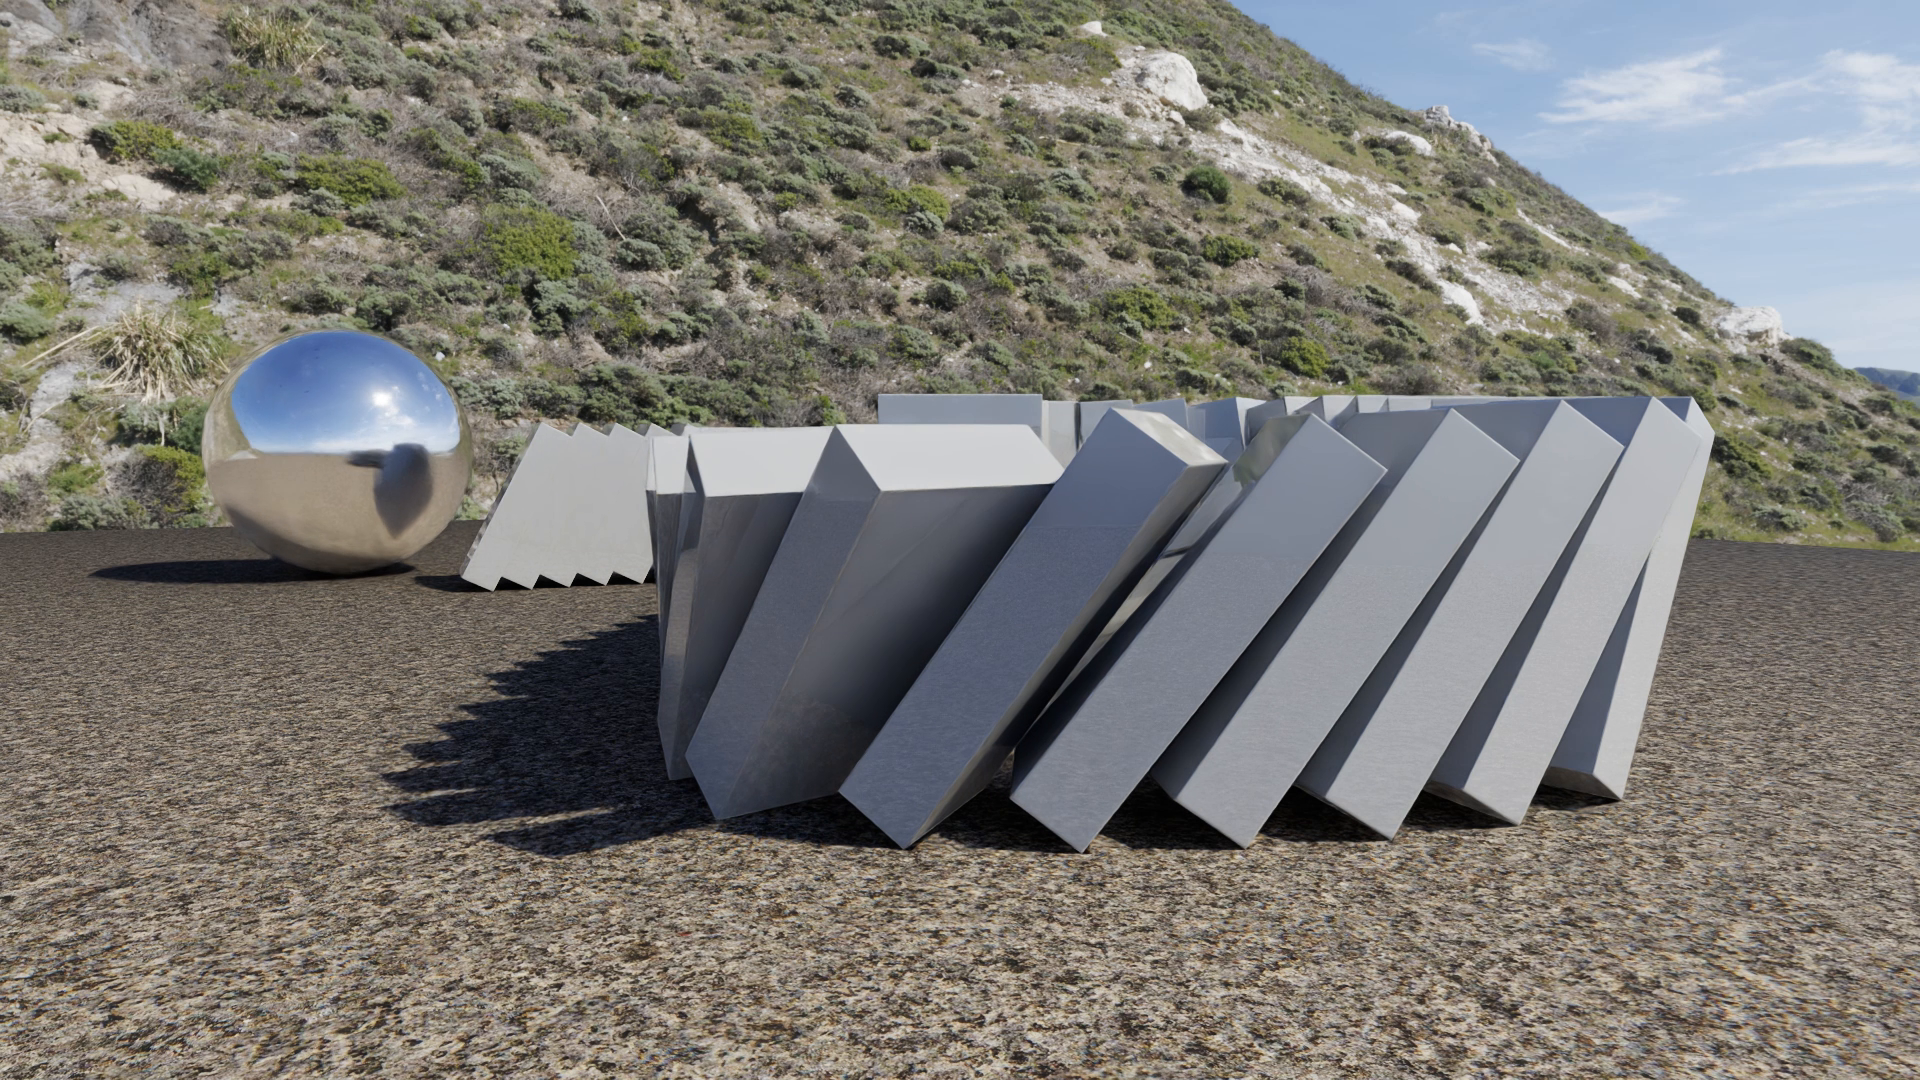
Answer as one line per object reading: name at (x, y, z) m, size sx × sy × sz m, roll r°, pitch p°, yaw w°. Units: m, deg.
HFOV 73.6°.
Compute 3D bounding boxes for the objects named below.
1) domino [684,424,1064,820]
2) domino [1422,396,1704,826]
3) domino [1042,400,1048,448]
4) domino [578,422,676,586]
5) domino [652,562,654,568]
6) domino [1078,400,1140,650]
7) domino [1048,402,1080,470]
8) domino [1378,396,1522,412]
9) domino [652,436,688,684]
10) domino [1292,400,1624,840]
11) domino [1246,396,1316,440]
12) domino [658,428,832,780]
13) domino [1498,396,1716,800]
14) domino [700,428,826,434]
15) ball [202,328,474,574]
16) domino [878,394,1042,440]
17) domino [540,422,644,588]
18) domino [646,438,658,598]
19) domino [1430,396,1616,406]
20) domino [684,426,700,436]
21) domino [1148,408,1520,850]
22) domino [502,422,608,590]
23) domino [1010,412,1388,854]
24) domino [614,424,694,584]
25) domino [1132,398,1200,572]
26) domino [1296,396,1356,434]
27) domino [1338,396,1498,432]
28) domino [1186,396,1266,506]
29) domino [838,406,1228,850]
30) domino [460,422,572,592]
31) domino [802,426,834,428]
domino at (-0.010, 0.010, 0.142) m, size 0.025 × 0.050 × 0.010 m, roll -4°, pitch 46°, yaw -40°
domino at (0.066, 0.007, 0.156) m, size 0.009 × 0.050 × 0.025 m, roll 31°, pitch -7°, yaw -20°
domino at (0.003, 0.000, 0.230) m, size 0.025 × 0.050 × 0.009 m, roll 2°, pitch 6°, yaw 29°
domino at (-0.104, -0.012, 0.397) m, size 0.010 × 0.050 × 0.025 m, roll 28°, pitch -7°, yaw -22°
domino at (-0.081, -0.011, 0.407) m, size 0.009 × 0.050 × 0.025 m, roll 39°, pitch -11°, yaw -20°
domino at (0.027, -0.001, 0.244) m, size 0.009 × 0.050 × 0.025 m, roll -4°, pitch 4°, yaw -3°
domino at (0.013, -0.001, 0.243) m, size 0.009 × 0.050 × 0.025 m, roll -3°, pitch 5°, yaw -19°
domino at (0.079, 0.003, 0.197) m, size 0.025 × 0.050 × 0.009 m, roll 0°, pitch -19°, yaw 3°
domino at (-0.026, 0.008, 0.167) m, size 0.025 × 0.050 × 0.009 m, roll -3°, pitch 47°, yaw -14°
domino at (0.053, 0.008, 0.150) m, size 0.009 × 0.050 × 0.025 m, roll 32°, pitch -3°, yaw -12°
domino at (0.069, -0.001, 0.236) m, size 0.025 × 0.050 × 0.009 m, roll -3°, pitch -7°, yaw -32°
domino at (-0.021, 0.009, 0.153) m, size 0.025 × 0.050 × 0.009 m, roll -4°, pitch 47°, yaw -22°
domino at (0.077, 0.006, 0.166) m, size 0.009 × 0.050 × 0.025 m, roll 33°, pitch -18°, yaw -38°
domino at (-0.031, 0.003, 0.224) m, size 0.025 × 0.050 × 0.010 m, roll 0°, pitch 43°, yaw -6°
ball at (-0.202, -0.029, 0.420) m, size 0.080 × 0.080 × 0.080 m, roll 0°, pitch 4°, yaw 0°
domino at (0.000, 0.002, 0.201) m, size 0.025 × 0.050 × 0.010 m, roll 0°, pitch 4°, yaw 0°
domino at (-0.114, -0.011, 0.392) m, size 0.009 × 0.050 × 0.025 m, roll 28°, pitch -7°, yaw -22°
domino at (-0.029, 0.007, 0.181) m, size 0.025 × 0.050 × 0.009 m, roll -1°, pitch 47°, yaw -9°
domino at (0.080, 0.004, 0.182) m, size 0.025 × 0.050 × 0.009 m, roll 1°, pitch -21°, yaw 19°
domino at (-0.036, 0.002, 0.235) m, size 0.025 × 0.050 × 0.009 m, roll 0°, pitch 43°, yaw -6°
domino at (0.039, 0.008, 0.146) m, size 0.009 × 0.050 × 0.025 m, roll 35°, pitch 0°, yaw -7°
domino at (-0.123, -0.011, 0.387) m, size 0.010 × 0.050 × 0.025 m, roll 28°, pitch -7°, yaw -22°
domino at (0.025, 0.009, 0.143) m, size 0.010 × 0.050 × 0.025 m, roll 37°, pitch 6°, yaw 1°
domino at (-0.095, -0.012, 0.402) m, size 0.009 × 0.050 × 0.025 m, roll 28°, pitch -7°, yaw -22°
domino at (0.040, -0.001, 0.244) m, size 0.009 × 0.050 × 0.025 m, roll -8°, pitch 3°, yaw 6°
domino at (0.075, 0.000, 0.223) m, size 0.025 × 0.050 × 0.010 m, roll -1°, pitch -10°, yaw -13°
domino at (0.078, 0.002, 0.210) m, size 0.025 × 0.050 × 0.010 m, roll 0°, pitch -14°, yaw -3°
domino at (0.054, -0.001, 0.243) m, size 0.010 × 0.050 × 0.025 m, roll -9°, pitch 0°, yaw 26°
domino at (0.009, 0.009, 0.141) m, size 0.009 × 0.050 × 0.025 m, roll 39°, pitch 16°, yaw 14°
domino at (-0.133, -0.010, 0.382) m, size 0.010 × 0.050 × 0.025 m, roll 28°, pitch -7°, yaw -22°
domino at (-0.034, 0.000, 0.259) m, size 0.025 × 0.050 × 0.009 m, roll -3°, pitch 43°, yaw -5°
